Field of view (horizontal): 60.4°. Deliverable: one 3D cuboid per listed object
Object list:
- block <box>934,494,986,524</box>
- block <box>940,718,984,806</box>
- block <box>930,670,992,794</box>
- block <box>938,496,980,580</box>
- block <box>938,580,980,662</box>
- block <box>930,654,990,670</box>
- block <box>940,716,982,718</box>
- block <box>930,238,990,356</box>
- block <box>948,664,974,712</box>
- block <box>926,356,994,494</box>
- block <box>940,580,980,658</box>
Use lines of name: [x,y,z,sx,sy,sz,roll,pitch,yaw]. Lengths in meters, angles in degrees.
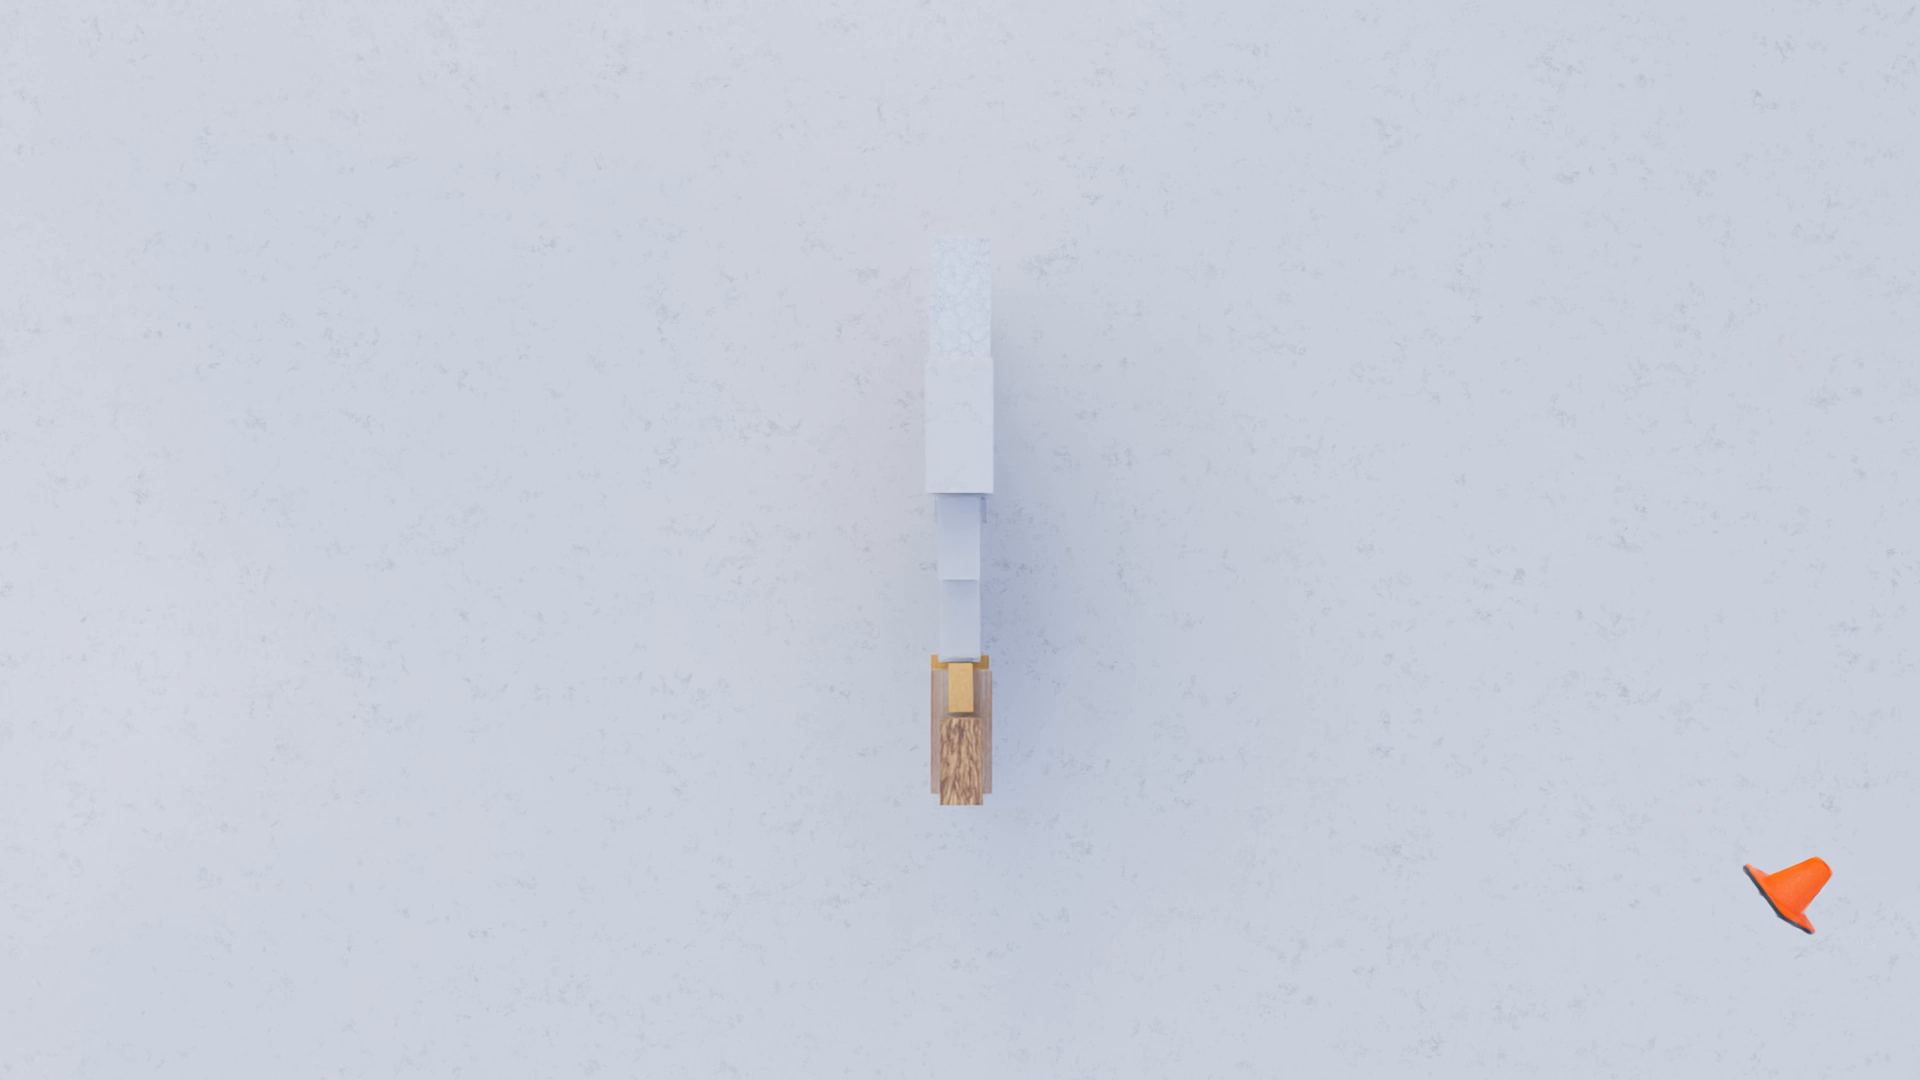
block: [0.002,-0.190,4.589,0.143,0.041,0.286,0,90,0]
block: [0.004,0.565,4.211,0.110,0.031,0.220,0,90,0]
block: [0.004,0.519,4.470,0.166,0.047,0.331,0,90,0]
block: [-0.003,-0.005,4.337,0.108,0.031,0.217,0,90,0]
block: [-0.002,0.229,4.759,0.122,0.034,0.243,0,90,0]
block: [-0.001,0.507,4.849,0.171,0.048,0.342,0,90,0]
block: [0.004,0.492,4.337,0.110,0.220,0.031,0,90,0]
block: [0.001,-0.621,4.247,0.154,0.044,0.309,0,90,0]
block: [0.002,0.386,4.312,0.063,0.018,0.126,-1,90,0]
block: [-0.001,-0.292,4.201,0.172,0.049,0.344,0,90,0]
block: [-0.001,0.215,4.512,0.107,0.030,0.214,0,90,0]
